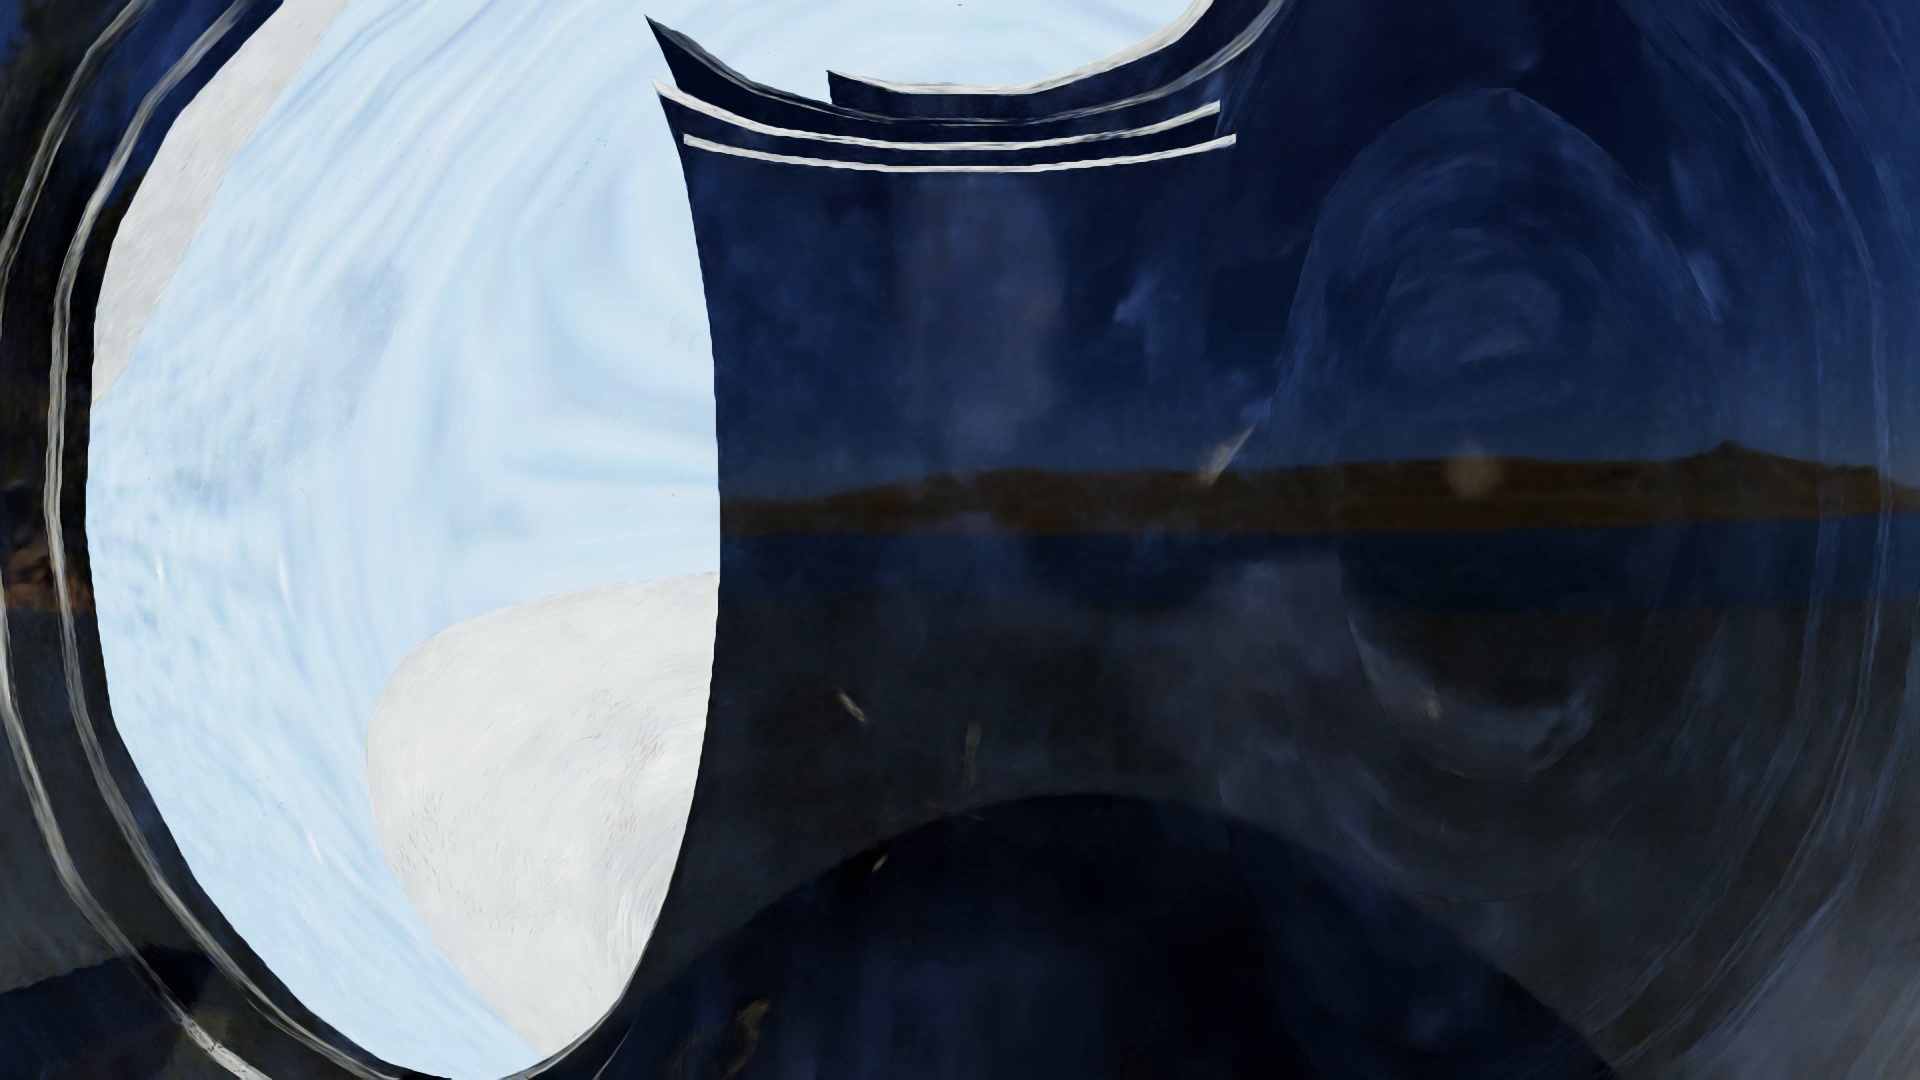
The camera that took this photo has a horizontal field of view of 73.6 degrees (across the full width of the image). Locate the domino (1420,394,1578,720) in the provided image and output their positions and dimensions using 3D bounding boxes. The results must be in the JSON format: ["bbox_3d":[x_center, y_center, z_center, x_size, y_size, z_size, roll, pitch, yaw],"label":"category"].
[{"bbox_3d":[0.087,0.002,0.209,0.009,0.050,0.025,-1,4,-13],"label":"domino"}]

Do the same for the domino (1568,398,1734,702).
[{"bbox_3d":[0.118,0.001,0.223,0.010,0.050,0.025,-4,6,-42],"label":"domino"}]

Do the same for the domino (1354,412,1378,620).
[{"bbox_3d":[0.091,-0.006,0.310,0.010,0.050,0.025,4,6,40],"label":"domino"}]

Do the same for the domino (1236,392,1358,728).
[{"bbox_3d":[0.053,0.002,0.203,0.009,0.050,0.025,0,4,-7],"label":"domino"}]

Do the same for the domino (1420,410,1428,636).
[{"bbox_3d":[0.114,-0.004,0.285,0.025,0.050,0.009,-3,5,-36],"label":"domino"}]

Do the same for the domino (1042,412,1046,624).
[{"bbox_3d":[0.007,-0.005,0.303,0.025,0.050,0.010,1,5,18],"label":"domino"}]

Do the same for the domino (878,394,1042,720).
[{"bbox_3d":[0.000,0.002,0.201,0.025,0.050,0.009,0,4,0],"label":"domino"}]

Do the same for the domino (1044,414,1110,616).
[{"bbox_3d":[0.028,-0.007,0.329,0.009,0.050,0.025,-2,5,-23],"label":"domino"}]

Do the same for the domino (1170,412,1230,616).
[{"bbox_3d":[0.061,-0.007,0.328,0.009,0.050,0.025,2,5,22],"label":"domino"}]

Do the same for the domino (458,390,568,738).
[{"bbox_3d":[-0.068,0.003,0.197,0.009,0.050,0.025,-1,4,-7],"label":"domino"}]

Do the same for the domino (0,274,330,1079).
[{"bbox_3d":[-0.047,0.012,0.071,0.009,0.050,0.025,0,4,-1],"label":"domino"}]

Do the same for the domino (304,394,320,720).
[{"bbox_3d":[-0.101,0.003,0.188,0.009,0.050,0.025,-2,5,-22],"label":"domino"}]

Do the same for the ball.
[{"bbox_3d":[0.000,-0.002,0.056,0.080,0.080,0.080,0,4,0],"label":"ball"}]

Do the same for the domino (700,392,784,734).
[{"bbox_3d":[-0.033,0.003,0.199,0.010,0.050,0.025,0,4,-3],"label":"domino"}]
